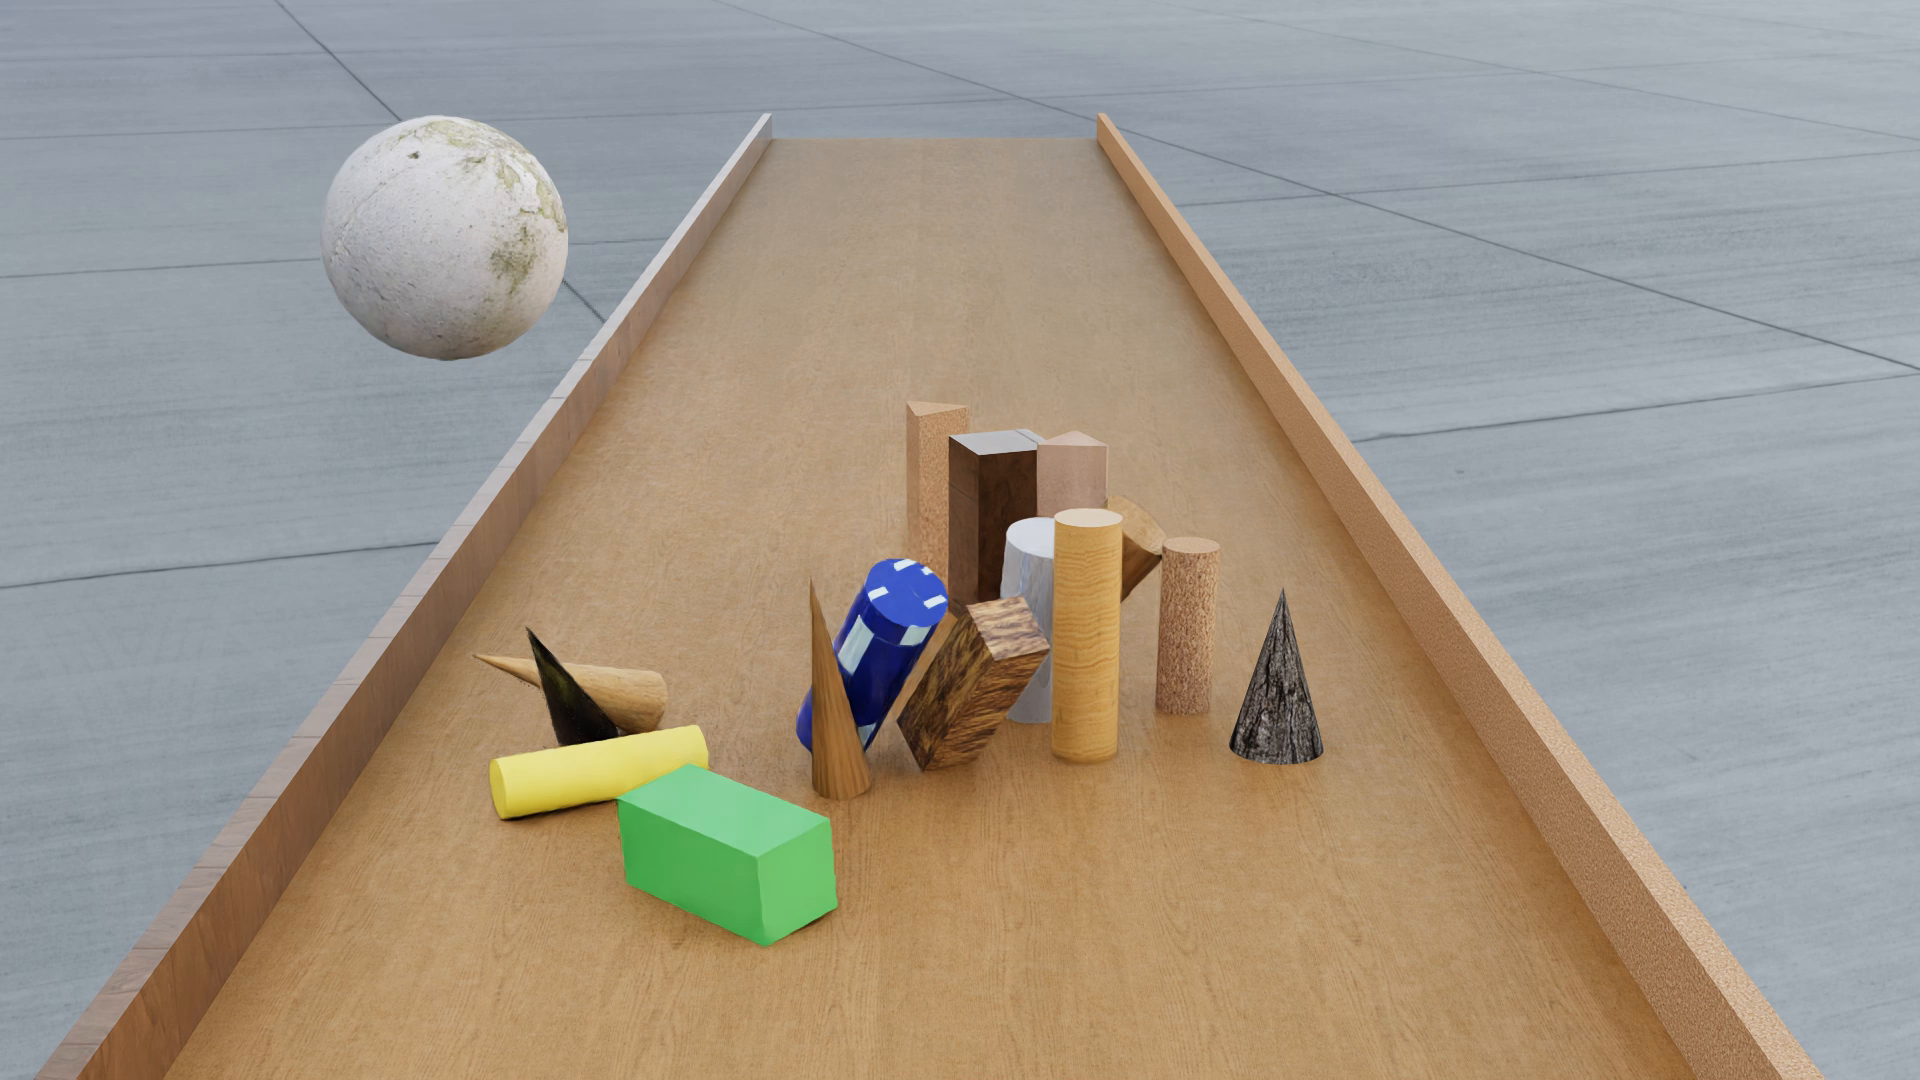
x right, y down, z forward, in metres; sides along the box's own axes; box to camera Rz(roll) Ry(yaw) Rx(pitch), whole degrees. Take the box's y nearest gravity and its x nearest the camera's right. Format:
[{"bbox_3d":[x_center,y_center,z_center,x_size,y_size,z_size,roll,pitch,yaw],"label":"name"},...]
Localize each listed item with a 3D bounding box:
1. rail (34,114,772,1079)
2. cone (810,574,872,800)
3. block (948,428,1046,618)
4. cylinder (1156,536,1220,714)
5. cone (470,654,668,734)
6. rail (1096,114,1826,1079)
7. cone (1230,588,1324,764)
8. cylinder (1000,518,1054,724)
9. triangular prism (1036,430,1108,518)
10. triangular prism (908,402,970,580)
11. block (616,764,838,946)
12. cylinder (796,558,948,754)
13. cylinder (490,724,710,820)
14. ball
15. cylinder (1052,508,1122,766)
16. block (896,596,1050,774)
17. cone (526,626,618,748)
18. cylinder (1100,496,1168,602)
[{"bbox_3d":[-1.118,-0.838,7.780,0.050,0.150,12.000,0,17,-1],"label":"rail"},{"bbox_3d":[-0.222,0.235,3.672,0.102,0.424,0.102,-5,31,3],"label":"cone"},{"bbox_3d":[0.090,-0.018,4.607,0.176,0.388,0.176,-6,18,-20],"label":"block"},{"bbox_3d":[0.426,0.160,4.128,0.105,0.317,0.105,1,17,0],"label":"cylinder"},{"bbox_3d":[-0.708,0.247,3.890,0.392,0.122,0.122,22,-3,-44],"label":"cone"},{"bbox_3d":[0.932,-0.844,7.801,0.050,0.150,12.000,0,17,-1],"label":"rail"},{"bbox_3d":[0.571,0.228,3.929,0.170,0.303,0.170,0,17,0],"label":"cone"},{"bbox_3d":[0.145,0.150,4.062,0.154,0.352,0.154,5,28,-2],"label":"cylinder"},{"bbox_3d":[0.224,0.014,4.393,0.137,0.449,0.119,2,17,5],"label":"triangular prism"},{"bbox_3d":[-0.076,-0.111,4.920,0.147,0.387,0.127,-13,21,-37],"label":"triangular prism"},{"bbox_3d":[-0.356,0.475,3.350,0.319,0.148,0.148,15,27,40],"label":"block"},{"bbox_3d":[-0.157,0.213,3.780,0.143,0.418,0.143,13,49,-15],"label":"cylinder"},{"bbox_3d":[-0.609,0.392,3.730,0.352,0.102,0.102,-8,18,-25],"label":"cylinder"},{"bbox_3d":[-0.782,-0.458,3.345,0.368,0.368,0.368,0,17,0],"label":"ball"},{"bbox_3d":[0.223,0.171,3.883,0.119,0.438,0.119,0,17,0],"label":"cylinder"},{"bbox_3d":[0.019,0.250,3.775,0.112,0.355,0.112,-10,58,-31],"label":"block"},{"bbox_3d":[-0.683,0.247,3.741,0.107,0.400,0.107,-4,56,6],"label":"cone"},{"bbox_3d":[0.222,0.099,4.216,0.153,0.376,0.153,33,27,-19],"label":"cylinder"}]
